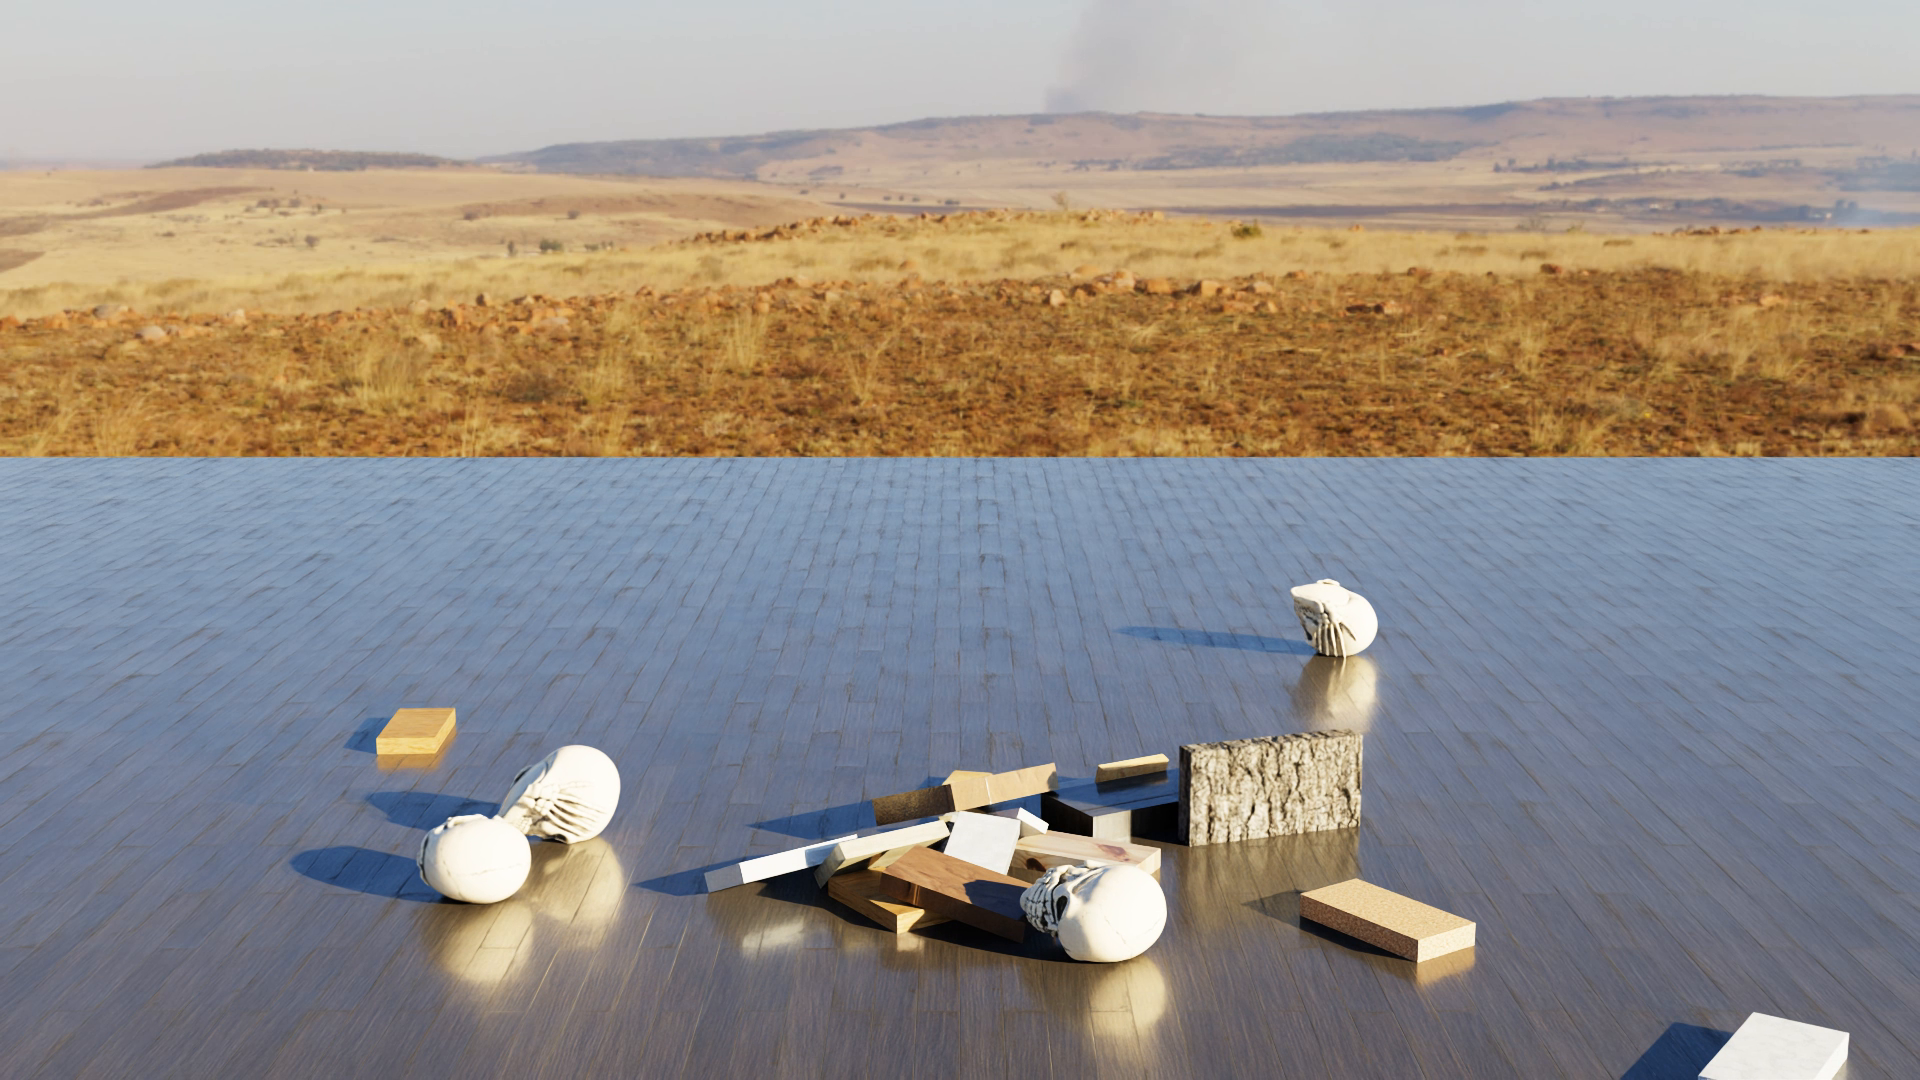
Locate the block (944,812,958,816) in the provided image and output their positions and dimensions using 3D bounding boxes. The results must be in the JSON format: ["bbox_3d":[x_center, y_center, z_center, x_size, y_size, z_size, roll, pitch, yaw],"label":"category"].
[{"bbox_3d":[-0.008,0.522,3.984,0.066,0.019,0.131,3,11,15],"label":"block"}]

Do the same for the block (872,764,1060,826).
[{"bbox_3d":[0.014,0.459,3.975,0.172,0.049,0.345,-15,-7,33],"label":"block"}]

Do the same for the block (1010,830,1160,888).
[{"bbox_3d":[0.214,0.548,3.802,0.236,0.033,0.118,6,12,27],"label":"block"}]

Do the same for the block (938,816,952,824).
[{"bbox_3d":[0.009,0.527,3.886,0.066,0.019,0.131,-3,23,-14],"label":"block"}]

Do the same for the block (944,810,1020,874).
[{"bbox_3d":[0.030,0.535,3.706,0.107,0.030,0.214,8,27,9],"label":"block"}]

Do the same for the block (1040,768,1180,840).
[{"bbox_3d":[0.395,0.483,4.114,0.469,0.049,0.172,-6,12,-30],"label":"block"}]

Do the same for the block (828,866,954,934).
[{"bbox_3d":[-0.115,0.587,3.600,0.107,0.030,0.214,-7,13,-33],"label":"block"}]

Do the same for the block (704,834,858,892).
[{"bbox_3d":[-0.298,0.545,3.702,0.236,0.033,0.118,-8,-10,-38],"label":"block"}]

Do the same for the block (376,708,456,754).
[{"bbox_3d":[-1.137,0.399,4.606,0.118,0.033,0.236,-1,11,-3],"label":"block"}]

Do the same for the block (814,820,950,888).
[{"bbox_3d":[-0.131,0.531,3.719,0.214,0.030,0.107,-7,-31,-36],"label":"block"}]

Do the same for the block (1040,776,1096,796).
[{"bbox_3d":[0.237,0.479,4.207,0.149,0.021,0.075,-6,12,-31],"label":"block"}]

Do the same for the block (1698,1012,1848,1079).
[{"bbox_3d":[1.091,0.706,2.947,0.128,0.036,0.256,7,13,34],"label":"block"}]

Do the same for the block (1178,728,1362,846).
[{"bbox_3d":[0.562,0.445,3.975,0.345,0.172,0.049,-4,11,-20],"label":"block"}]

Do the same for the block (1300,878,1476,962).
[{"bbox_3d":[0.678,0.603,3.499,0.128,0.036,0.256,-7,13,-35],"label":"block"}]

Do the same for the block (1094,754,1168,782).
[{"bbox_3d":[0.323,0.455,4.185,0.149,0.075,0.021,-6,31,-31],"label":"block"}]

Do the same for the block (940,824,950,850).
[{"bbox_3d":[-0.003,0.534,3.814,0.054,0.015,0.109,-4,34,-22],"label":"block"}]

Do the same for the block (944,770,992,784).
[{"bbox_3d":[0.008,0.476,4.224,0.075,0.021,0.149,3,11,14],"label":"block"}]

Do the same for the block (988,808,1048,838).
[{"bbox_3d":[0.088,0.498,3.849,0.066,0.019,0.131,33,-29,-26],"label":"block"}]

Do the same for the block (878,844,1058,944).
[{"bbox_3d":[0.013,0.568,3.540,0.256,0.036,0.128,16,20,22],"label":"block"}]

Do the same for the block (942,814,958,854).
[{"bbox_3d":[0.004,0.513,3.803,0.054,0.015,0.109,7,24,8],"label":"block"}]
